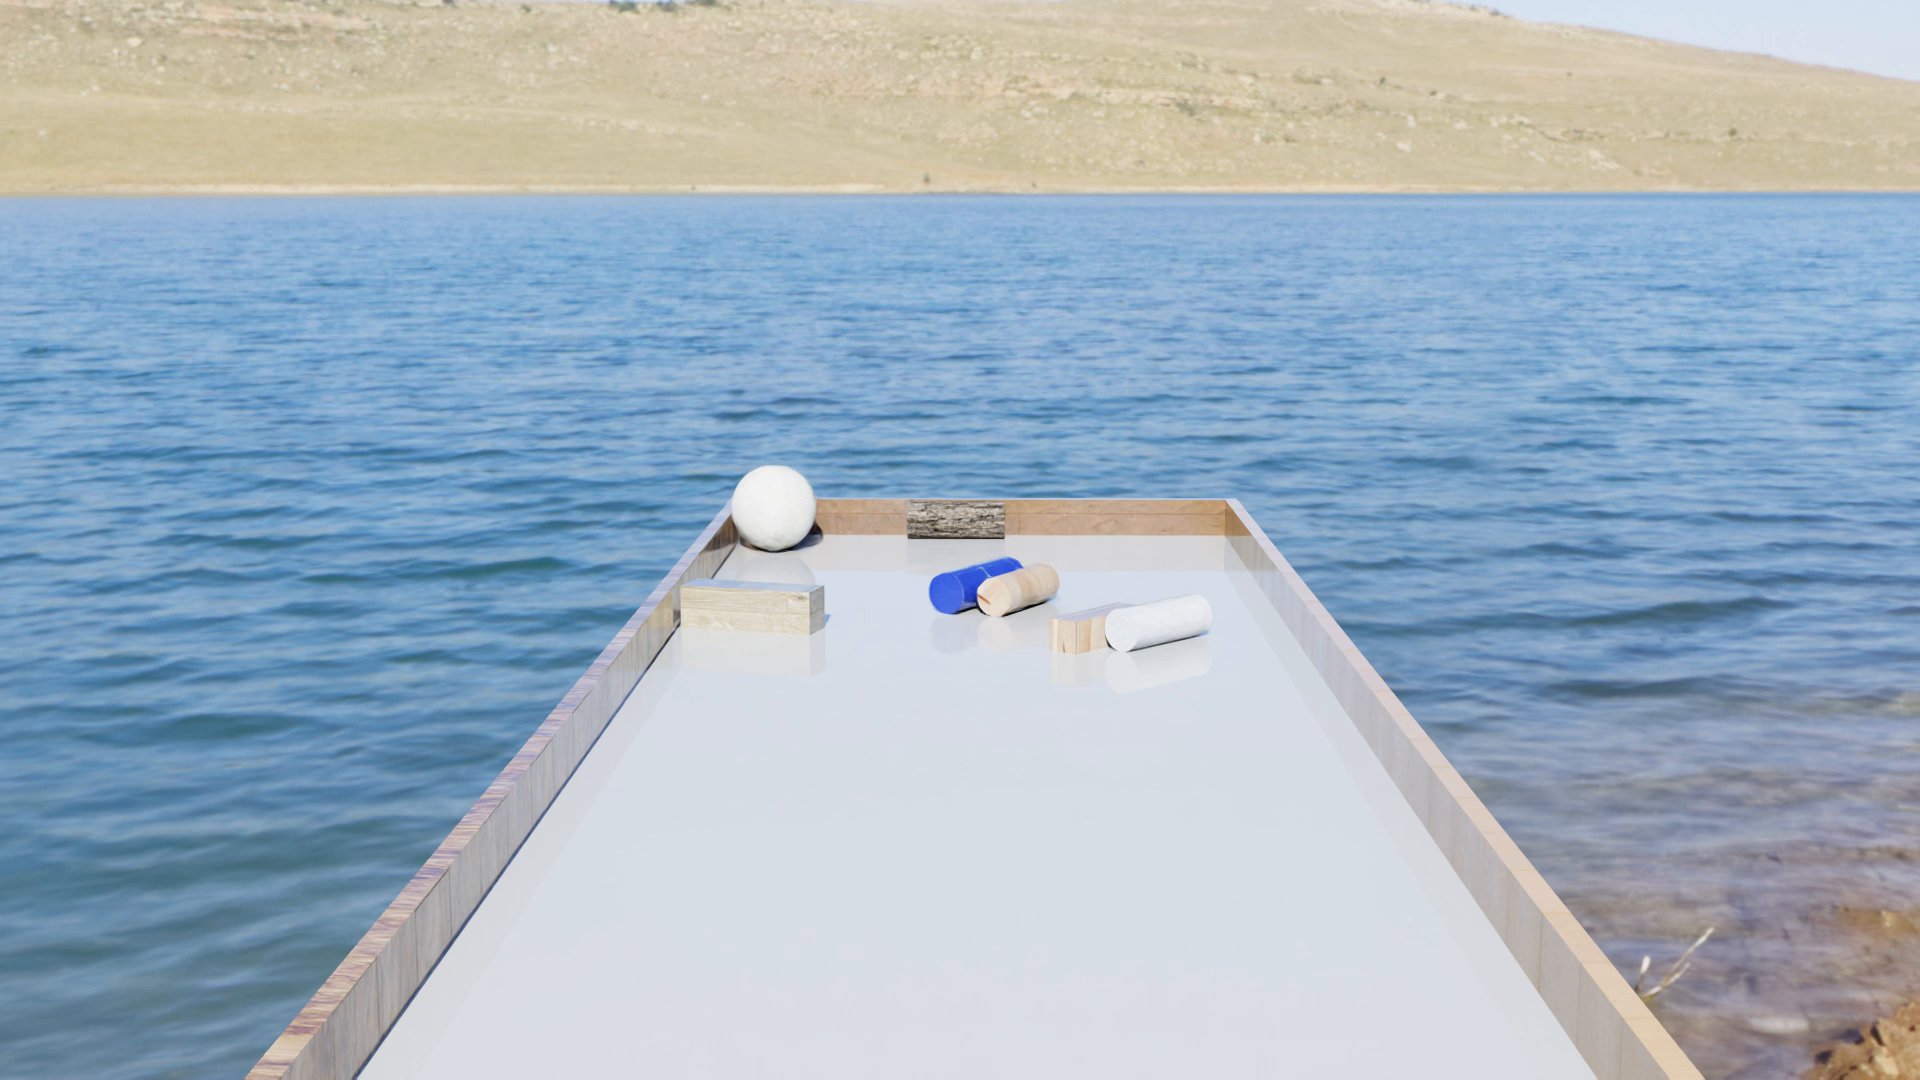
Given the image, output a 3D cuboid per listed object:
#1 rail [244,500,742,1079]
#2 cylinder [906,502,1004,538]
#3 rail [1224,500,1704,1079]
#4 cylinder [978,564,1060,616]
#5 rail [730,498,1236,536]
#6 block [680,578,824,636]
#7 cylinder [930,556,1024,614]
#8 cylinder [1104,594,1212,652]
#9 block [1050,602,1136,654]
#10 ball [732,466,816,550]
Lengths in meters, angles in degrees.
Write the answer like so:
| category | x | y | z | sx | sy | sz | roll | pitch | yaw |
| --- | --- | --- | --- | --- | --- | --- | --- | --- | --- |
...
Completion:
| category | x | y | z | sx | sy | sz | roll | pitch | yaw |
| --- | --- | --- | --- | --- | --- | --- | --- | --- | --- |
| rail | -1.004 | 0.839 | 3.234 | 0.050 | 0.150 | 12.000 | 0 | 9 | 1 |
| cylinder | -0.016 | -0.083 | 9.043 | 0.399 | 0.154 | 0.154 | 0 | 9 | 1 |
| rail | 1.046 | 0.843 | 3.208 | 0.050 | 0.150 | 12.000 | 0 | 9 | 1 |
| cylinder | 0.201 | 0.169 | 7.522 | 0.132 | 0.132 | 0.342 | 5 | 10 | 30 |
| rail | 0.099 | -0.098 | 9.147 | 2.100 | 0.150 | 0.050 | 0 | 9 | 1 |
| block | -0.678 | 0.217 | 7.193 | 0.450 | 0.139 | 0.139 | 3 | 9 | 17 |
| cylinder | 0.063 | 0.155 | 7.590 | 0.139 | 0.139 | 0.407 | 6 | 11 | 32 |
| cylinder | 0.628 | 0.259 | 6.943 | 0.135 | 0.135 | 0.366 | 9 | 13 | 44 |
| block | 0.434 | 0.277 | 6.931 | 0.103 | 0.103 | 0.353 | 8 | 12 | 41 |
| ball | -0.739 | -0.127 | 8.729 | 0.339 | 0.339 | 0.339 | 0 | 9 | 0 |
